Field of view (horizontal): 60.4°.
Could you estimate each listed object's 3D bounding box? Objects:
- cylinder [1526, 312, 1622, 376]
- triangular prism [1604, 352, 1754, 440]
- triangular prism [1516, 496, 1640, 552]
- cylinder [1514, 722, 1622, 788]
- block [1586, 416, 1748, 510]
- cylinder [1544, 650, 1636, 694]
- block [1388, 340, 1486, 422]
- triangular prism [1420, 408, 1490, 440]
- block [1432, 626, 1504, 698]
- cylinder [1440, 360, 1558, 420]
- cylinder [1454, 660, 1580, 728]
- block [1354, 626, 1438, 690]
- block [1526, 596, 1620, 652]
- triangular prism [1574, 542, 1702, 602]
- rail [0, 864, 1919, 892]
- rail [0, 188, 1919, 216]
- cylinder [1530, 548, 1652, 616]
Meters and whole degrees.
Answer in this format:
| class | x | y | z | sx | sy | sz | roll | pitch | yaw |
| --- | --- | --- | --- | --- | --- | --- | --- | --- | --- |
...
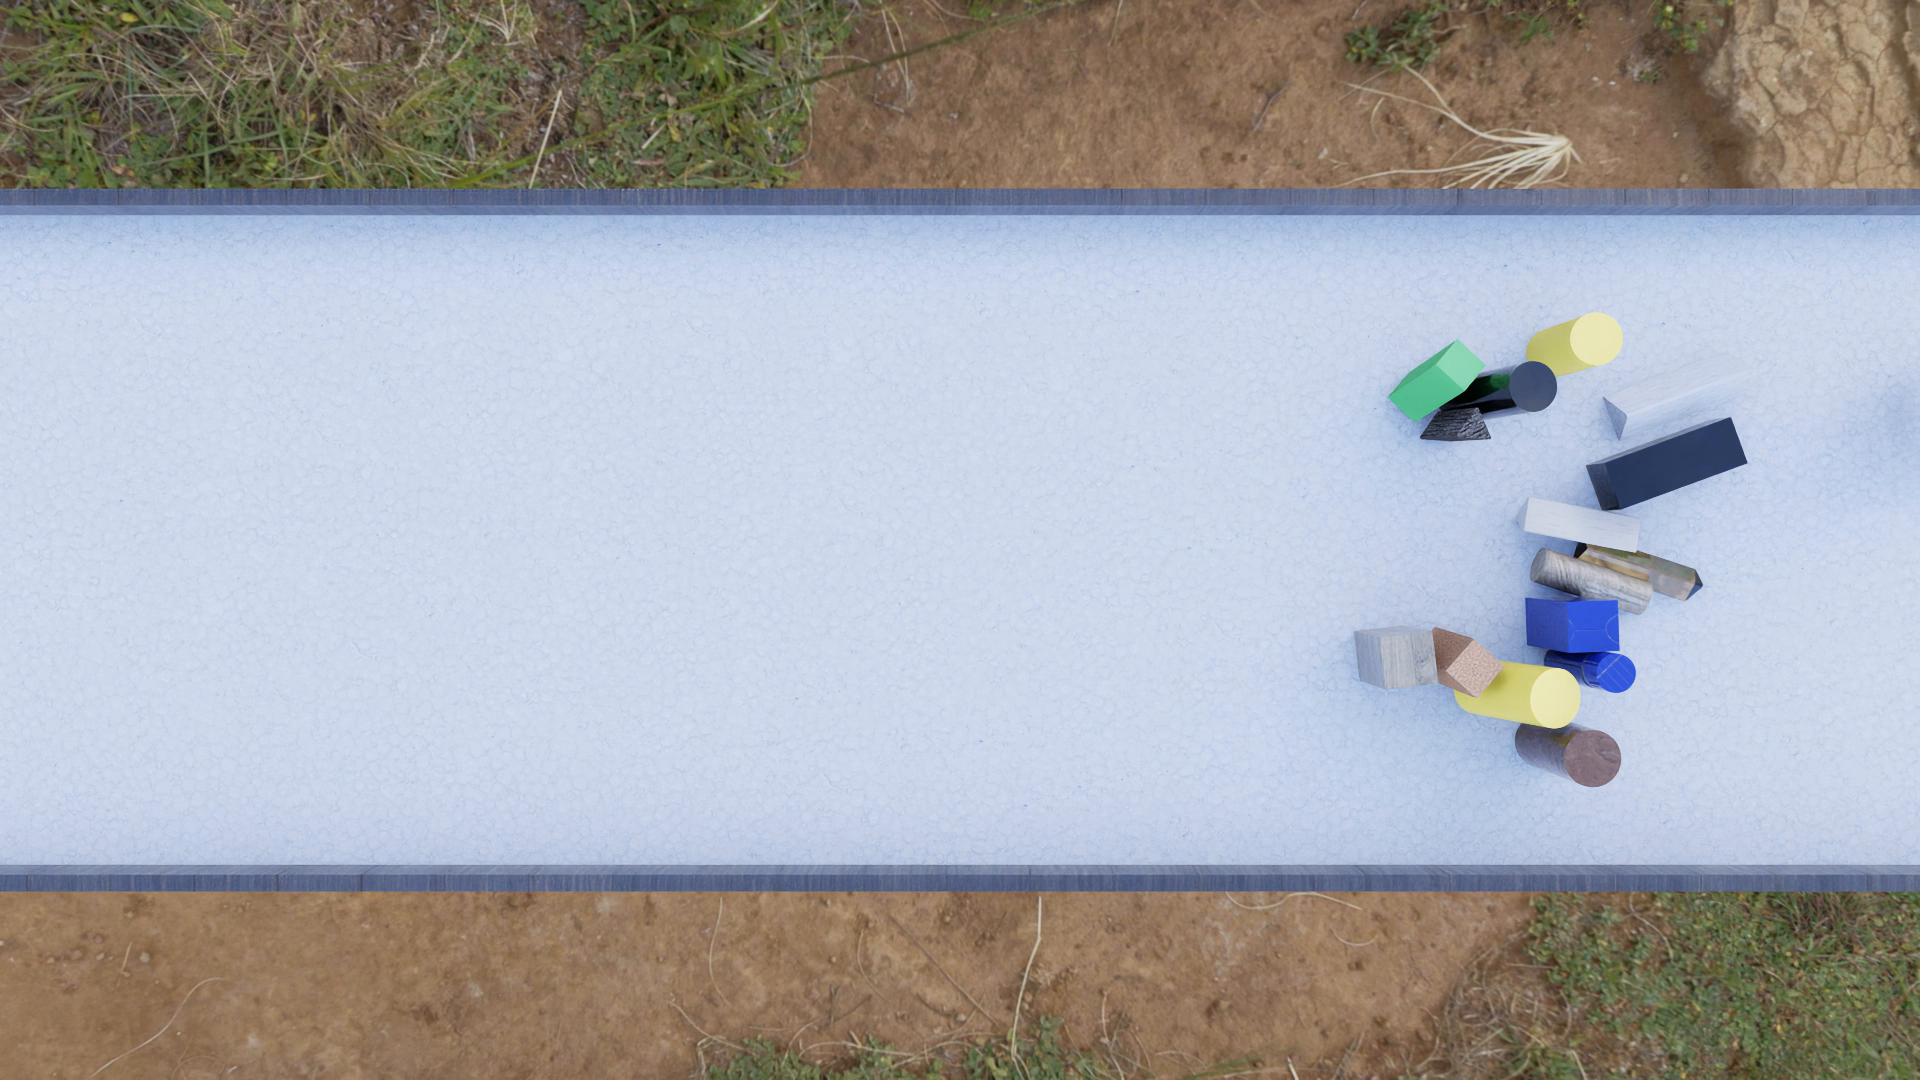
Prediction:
| class | x | y | z | sx | sy | sz | roll | pitch | yaw |
| --- | --- | --- | --- | --- | --- | --- | --- | --- | --- |
| cylinder | 1.818 | -0.574 | 4.893 | 0.151 | 0.367 | 0.151 | 0 | 90 | 0 |
| triangular prism | 2.192 | -0.443 | 5.012 | 0.405 | 0.123 | 0.142 | -20 | 90 | 0 |
| triangular prism | 1.878 | -0.032 | 5.007 | 0.345 | 0.106 | 0.091 | 11 | 54 | 0 |
| cylinder | 1.789 | 0.618 | 4.870 | 0.163 | 0.413 | 0.163 | 0 | 90 | 0 |
| block | 2.140 | -0.230 | 5.002 | 0.403 | 0.149 | 0.149 | -20 | 90 | 0 |
| cylinder | 1.854 | 0.376 | 4.868 | 0.112 | 0.416 | 0.112 | 0 | 90 | 0 |
| block | 1.418 | -0.472 | 4.916 | 0.113 | 0.301 | 0.113 | 43 | 71 | 0 |
| triangular prism | 1.479 | -0.346 | 4.919 | 0.100 | 0.306 | 0.087 | 5 | 92 | -4 |
| block | 1.474 | 0.362 | 4.912 | 0.123 | 0.320 | 0.123 | 41 | 90 | -5 |
| cylinder | 1.570 | -0.428 | 4.839 | 0.143 | 0.459 | 0.143 | 0 | 90 | -8 |
| cylinder | 1.642 | 0.449 | 4.877 | 0.173 | 0.362 | 0.173 | 0 | 91 | -18 |
| block | 1.297 | 0.348 | 4.919 | 0.153 | 0.314 | 0.153 | -7 | 90 | 0 |
| block | 1.815 | 0.248 | 4.902 | 0.146 | 0.349 | 0.146 | -2 | 90 | 0 |
| triangular prism | 2.071 | 0.083 | 5.029 | 0.368 | 0.089 | 0.103 | 18 | 90 | 0 |
| rail | -2.247 | 1.025 | 5.001 | 12.000 | 0.150 | 0.050 | 0 | 90 | 0 |
| rail | -2.247 | -1.025 | 5.002 | 12.000 | 0.150 | 0.050 | 0 | 90 | 0 |
| cylinder | 1.921 | 0.126 | 5.022 | 0.336 | 0.109 | 0.109 | 18 | 90 | 0 |
